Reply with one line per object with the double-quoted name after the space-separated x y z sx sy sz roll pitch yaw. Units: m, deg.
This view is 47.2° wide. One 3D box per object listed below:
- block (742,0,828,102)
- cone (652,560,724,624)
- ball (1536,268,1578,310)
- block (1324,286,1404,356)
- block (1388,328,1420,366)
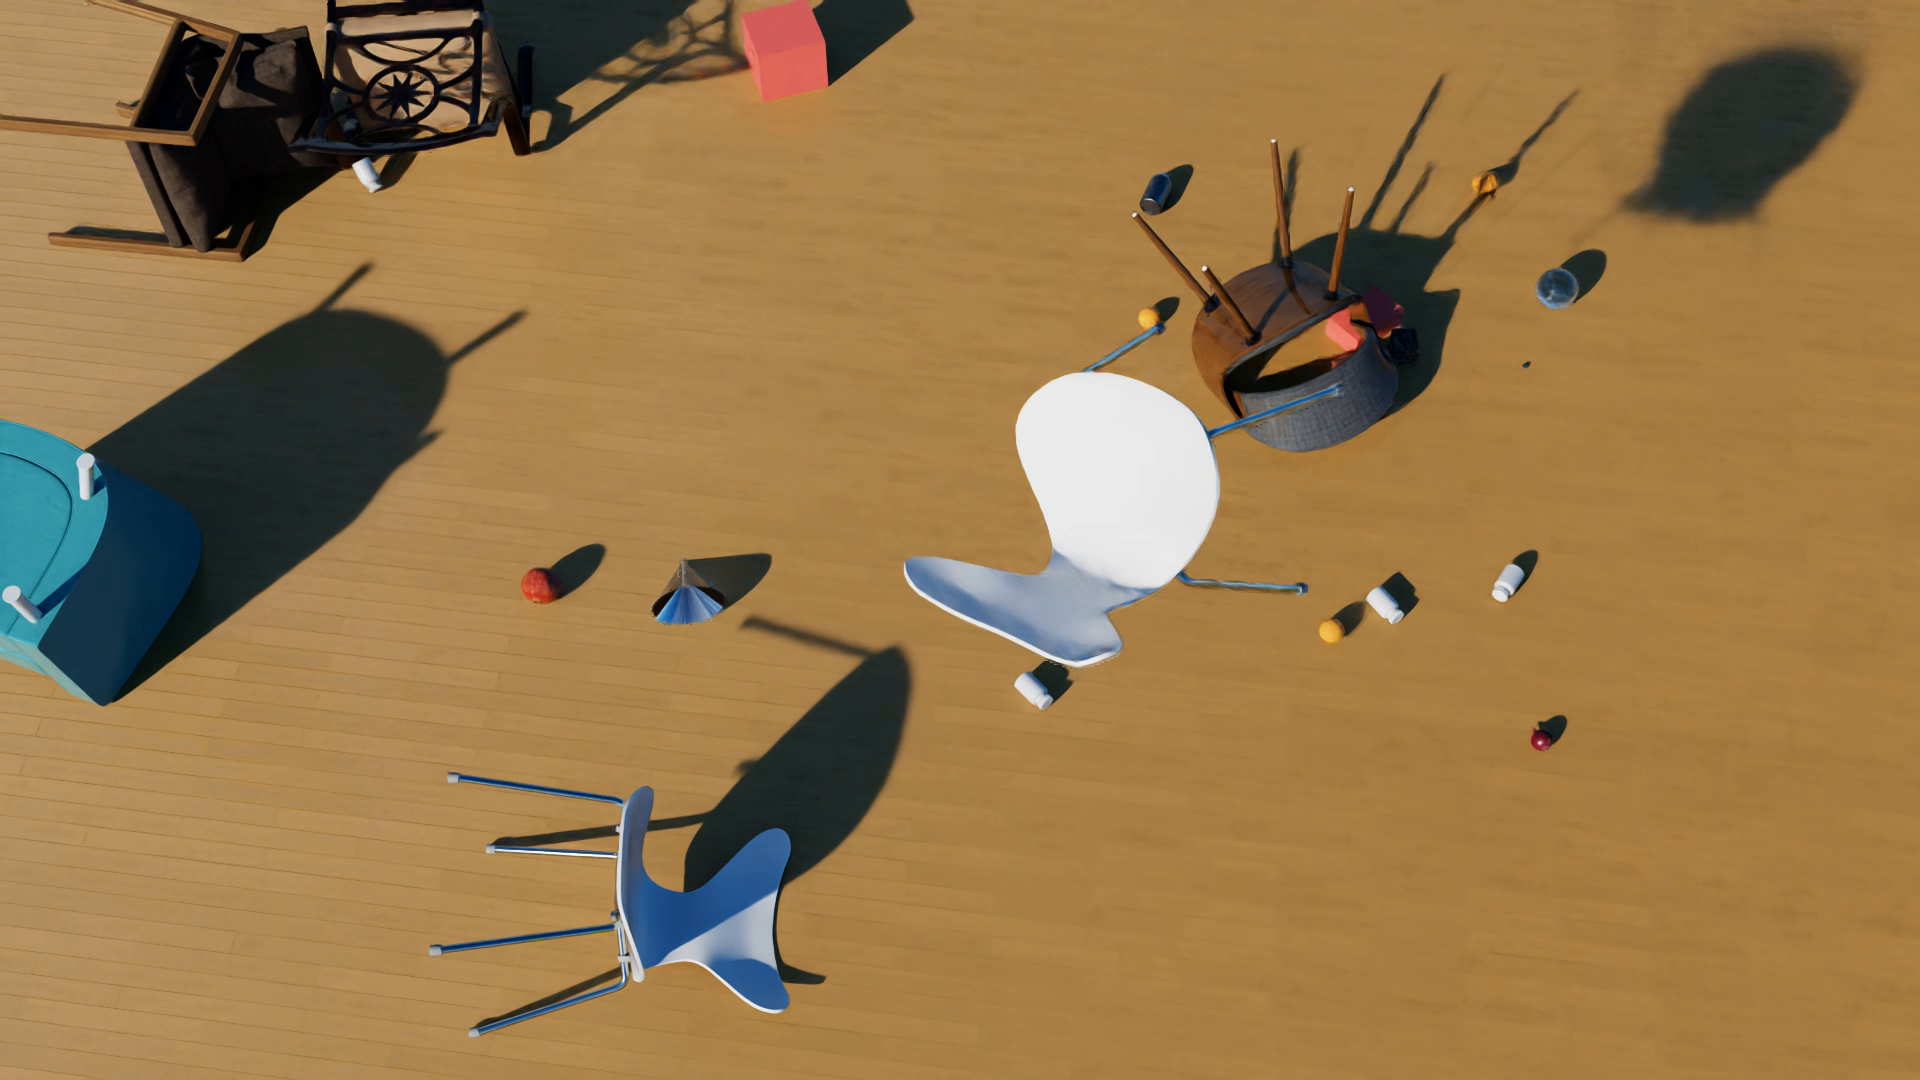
-0.603 -1.687 7.578 0.235 0.212 0.220 -16 58 -10 "block"
-0.805 0.125 6.452 0.212 0.135 0.214 -11 39 -5 "cone"
1.911 -0.804 7.035 0.131 0.131 0.131 0 56 0 "ball"
1.285 -0.696 6.993 0.207 0.081 0.130 -35 63 -21 "block"
1.400 -0.607 6.934 0.075 0.079 0.086 -1 56 -1 "block"
